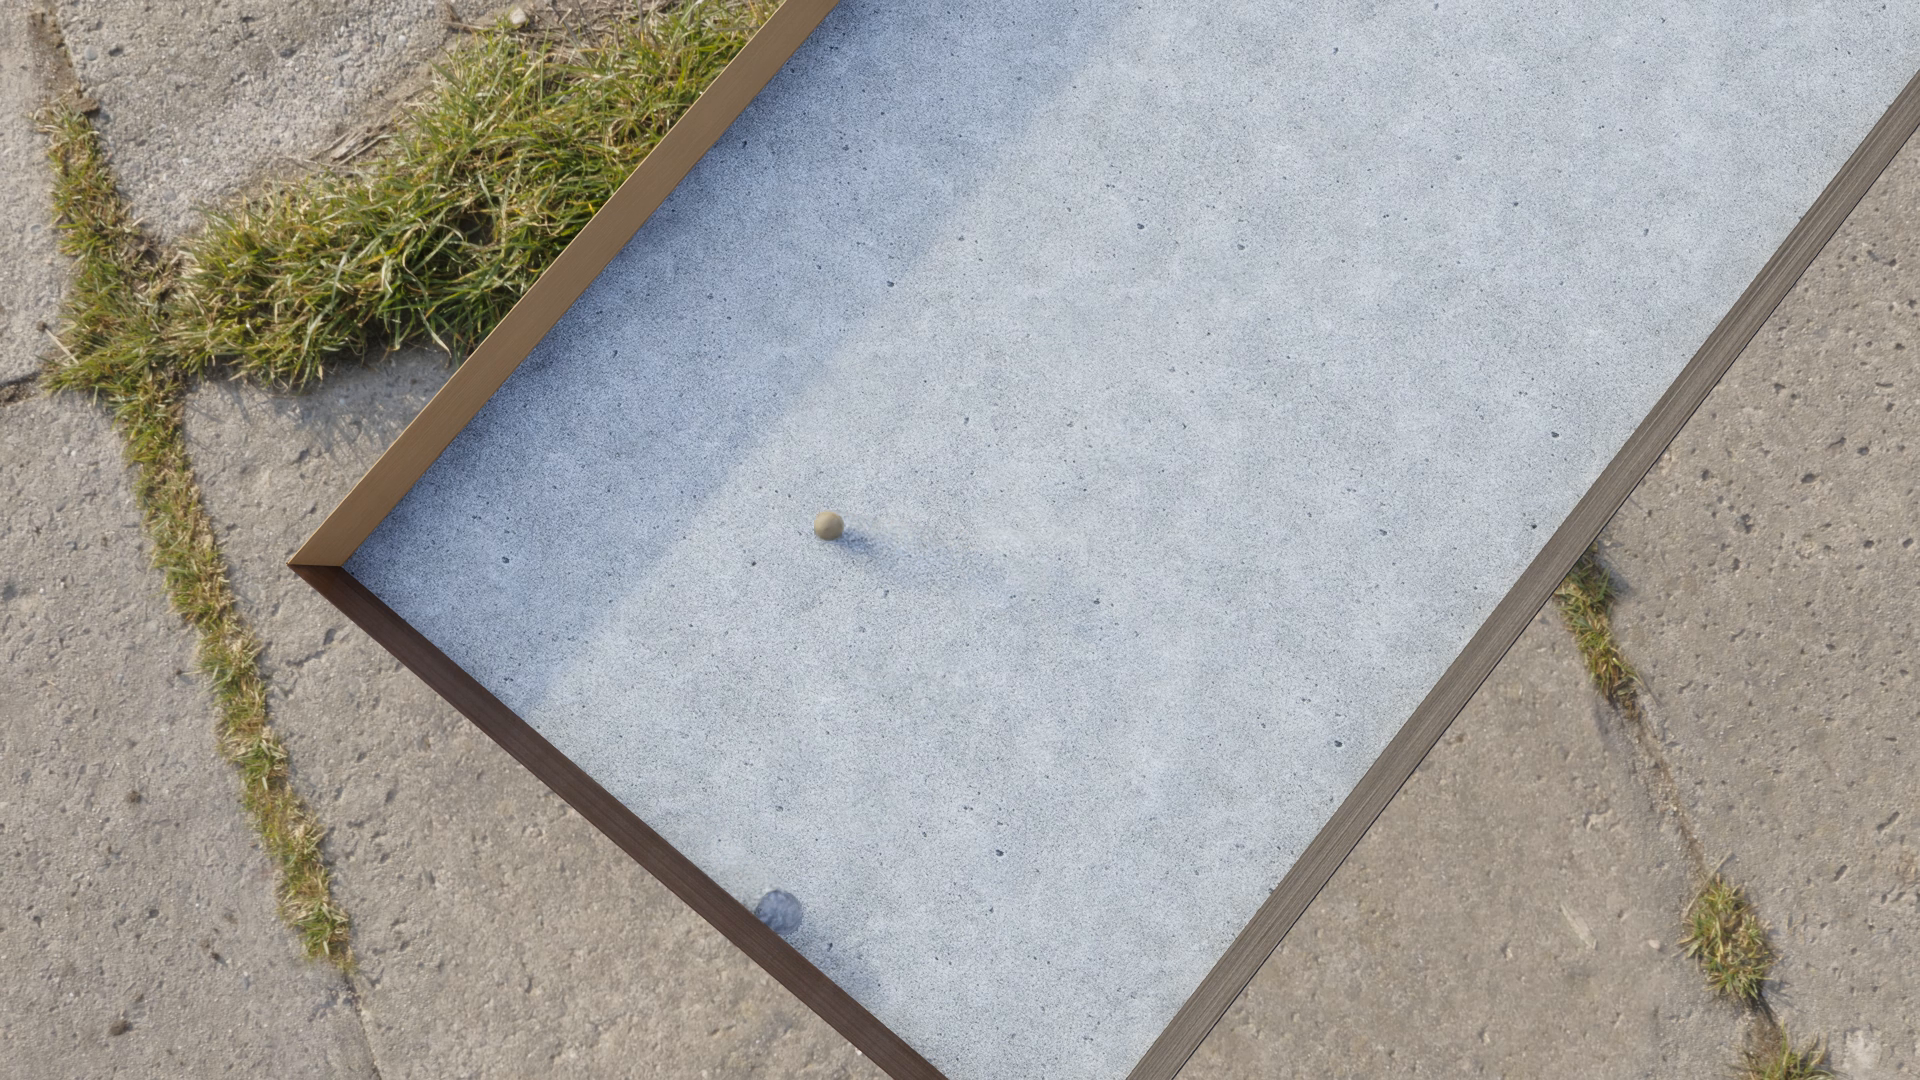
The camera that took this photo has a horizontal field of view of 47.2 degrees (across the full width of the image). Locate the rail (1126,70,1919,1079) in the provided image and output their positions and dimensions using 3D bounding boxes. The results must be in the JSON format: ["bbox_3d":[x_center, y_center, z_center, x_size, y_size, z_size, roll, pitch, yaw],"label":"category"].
[{"bbox_3d":[0.962,-0.071,3.272,0.045,0.117,2.647,39,82,6],"label":"rail"}]

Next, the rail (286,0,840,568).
[{"bbox_3d":[-0.123,-0.947,3.426,0.045,0.117,2.647,39,82,6],"label":"rail"}]

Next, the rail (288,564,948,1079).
[{"bbox_3d":[-0.405,0.480,3.174,1.450,0.117,0.045,39,82,6],"label":"rail"}]

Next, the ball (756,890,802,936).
[{"bbox_3d":[-0.263,0.540,3.191,0.066,0.066,0.066,0,80,0],"label":"ball"}]

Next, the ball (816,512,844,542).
[{"bbox_3d":[-0.195,-0.020,3.300,0.044,0.044,0.044,0,80,0],"label":"ball"}]
